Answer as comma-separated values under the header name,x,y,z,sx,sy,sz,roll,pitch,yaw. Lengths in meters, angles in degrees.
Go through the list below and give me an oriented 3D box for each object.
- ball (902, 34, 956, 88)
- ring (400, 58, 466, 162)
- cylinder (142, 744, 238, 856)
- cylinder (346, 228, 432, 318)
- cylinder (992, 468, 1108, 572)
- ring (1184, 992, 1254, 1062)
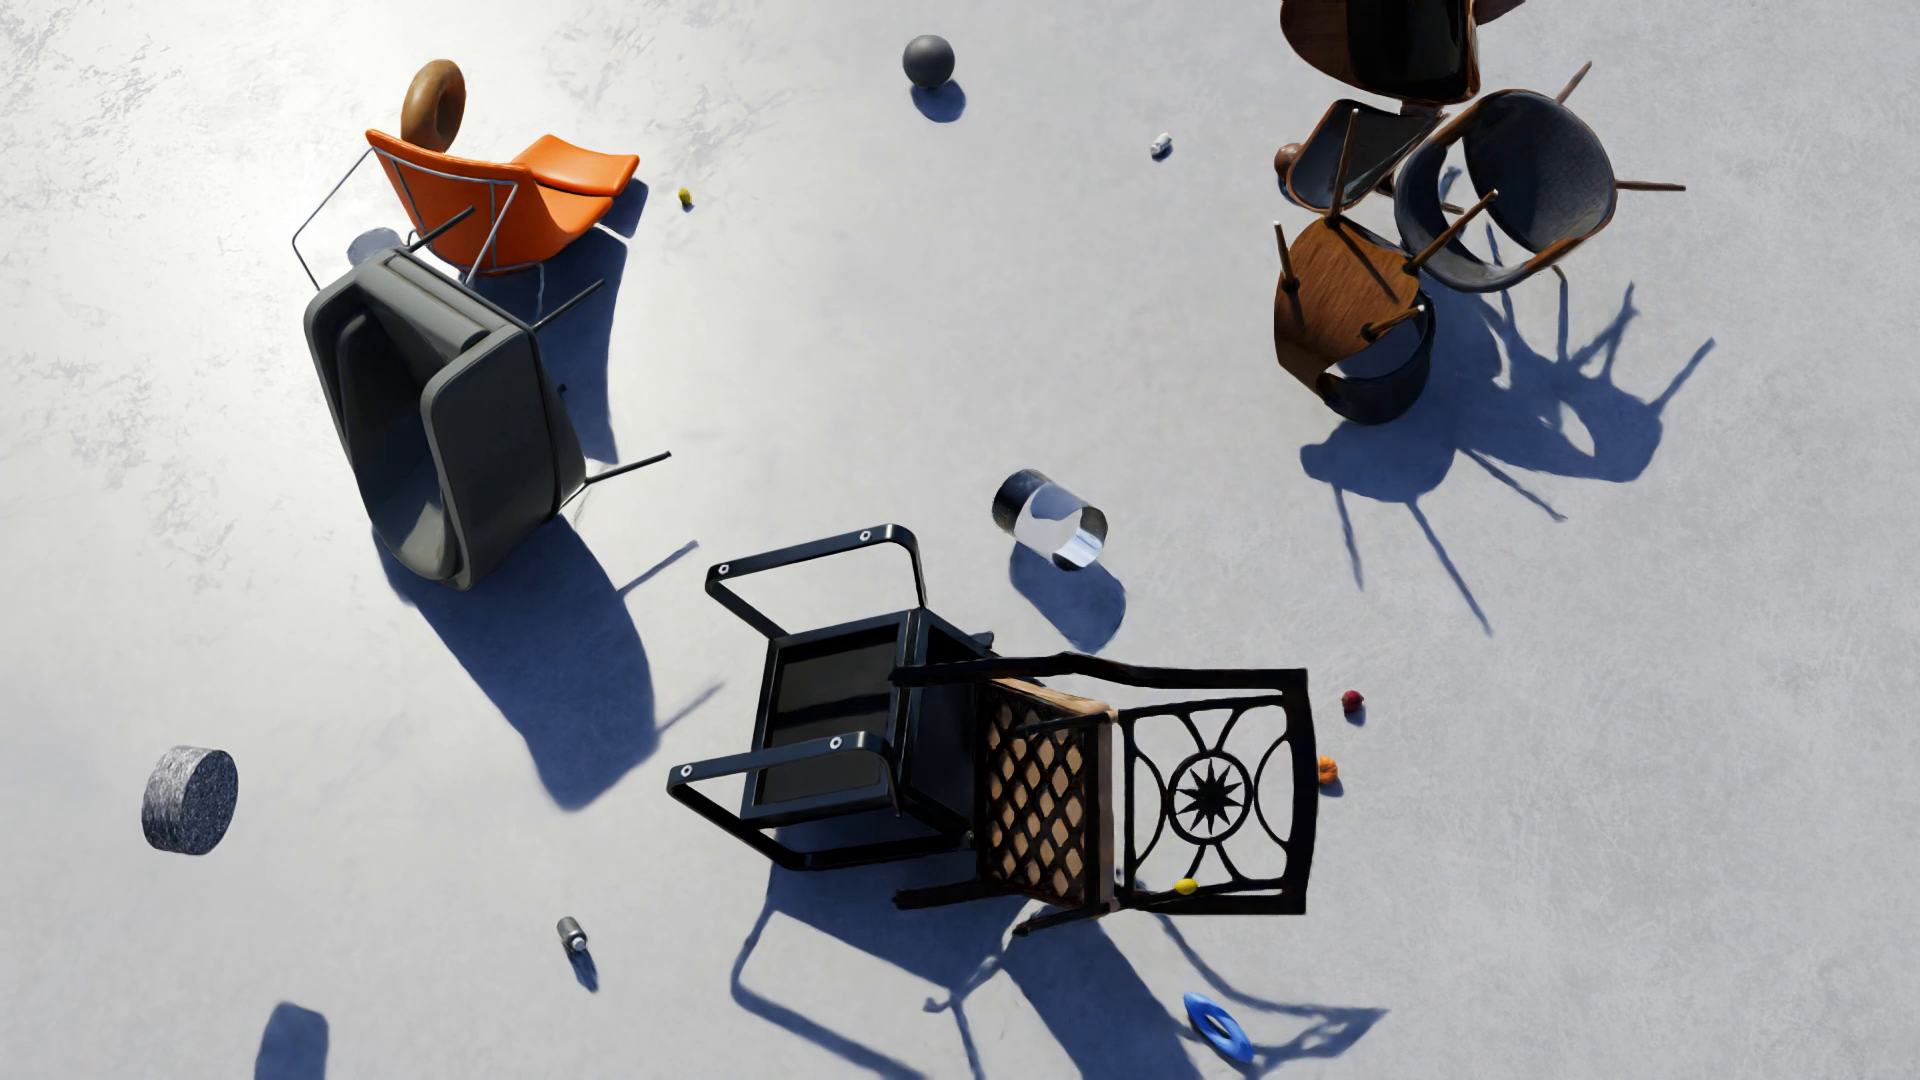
name,x,y,z,sx,sy,sz,roll,pitch,yaw
ball,-0.107,-1.649,7.571,0.182,0.182,0.182,0,56,0
ring,-1.686,-1.376,7.043,0.104,0.266,0.413,5,50,10
cylinder,-1.919,0.648,5.486,0.106,0.243,0.268,6,62,13
cylinder,-1.758,-0.822,6.779,0.178,0.230,0.169,22,63,31
cylinder,0.264,-0.059,6.438,0.247,0.258,0.206,34,94,35
ring,0.667,1.258,5.684,0.242,0.086,0.039,43,23,22
